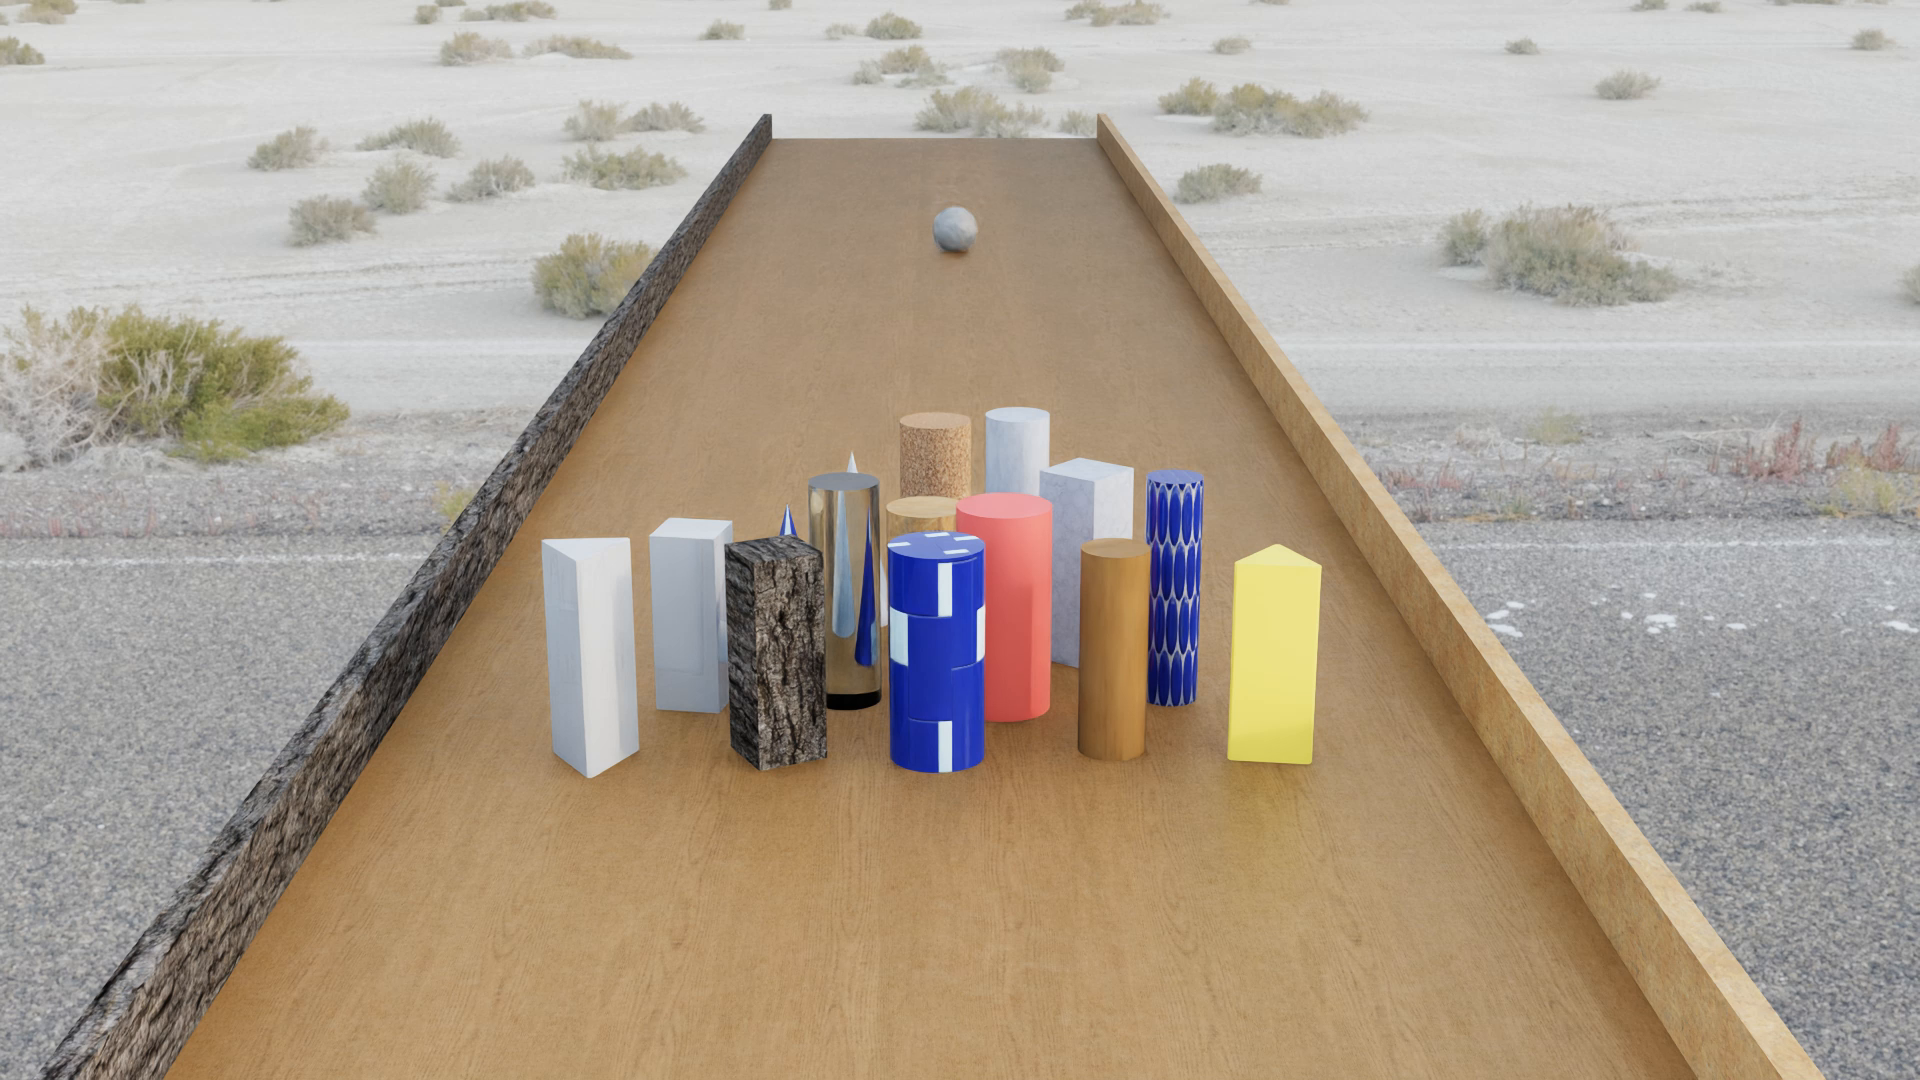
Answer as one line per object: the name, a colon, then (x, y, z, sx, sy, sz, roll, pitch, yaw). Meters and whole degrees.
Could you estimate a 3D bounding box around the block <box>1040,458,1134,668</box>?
block: (0.249, 0.047, 4.385, 0.133, 0.389, 0.133, 13, 21, 37)

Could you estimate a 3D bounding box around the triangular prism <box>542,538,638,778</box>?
triangular prism: (-0.633, 0.197, 3.870, 0.130, 0.396, 0.150, -11, 20, -32)

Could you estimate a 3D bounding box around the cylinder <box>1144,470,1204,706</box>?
cylinder: (0.401, 0.091, 4.155, 0.107, 0.436, 0.107, 0, 17, 0)

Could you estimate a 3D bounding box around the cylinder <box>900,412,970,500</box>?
cylinder: (-0.054, -0.085, 4.866, 0.157, 0.369, 0.157, 0, 17, 0)

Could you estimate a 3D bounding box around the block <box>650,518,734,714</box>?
block: (-0.501, 0.142, 4.151, 0.124, 0.341, 0.124, 3, 17, 10)

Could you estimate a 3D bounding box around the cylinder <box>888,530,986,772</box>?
cylinder: (-0.041, 0.196, 3.879, 0.170, 0.392, 0.170, 0, 17, 0)

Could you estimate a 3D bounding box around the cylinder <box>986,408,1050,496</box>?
cylinder: (0.119, -0.049, 4.618, 0.134, 0.441, 0.134, 0, 17, 0)

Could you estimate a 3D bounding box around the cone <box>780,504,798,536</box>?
cone: (-0.343, 0.077, 4.412, 0.168, 0.316, 0.168, 0, 17, 0)

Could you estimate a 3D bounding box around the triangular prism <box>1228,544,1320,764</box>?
triangular prism: (0.558, 0.200, 3.913, 0.146, 0.365, 0.126, 2, 17, 8)

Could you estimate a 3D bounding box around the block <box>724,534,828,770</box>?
block: (-0.325, 0.198, 3.892, 0.131, 0.382, 0.131, -9, 19, -27)

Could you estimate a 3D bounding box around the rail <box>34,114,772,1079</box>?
rail: (-1.118, -0.838, 7.780, 0.050, 0.150, 12.000, 0, 17, -1)

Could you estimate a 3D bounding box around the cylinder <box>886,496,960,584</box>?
cylinder: (-0.067, 0.081, 4.415, 0.160, 0.307, 0.160, 0, 17, 0)

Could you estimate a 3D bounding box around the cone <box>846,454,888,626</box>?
cone: (-0.225, -0.011, 4.625, 0.179, 0.365, 0.179, 0, 17, 0)

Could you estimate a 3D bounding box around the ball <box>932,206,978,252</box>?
ball: (-0.022, -1.317, 9.316, 0.193, 0.193, 0.193, 0, 17, 0)

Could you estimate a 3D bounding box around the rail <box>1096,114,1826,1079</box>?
rail: (0.932, -0.844, 7.801, 0.050, 0.150, 12.000, 0, 17, -1)

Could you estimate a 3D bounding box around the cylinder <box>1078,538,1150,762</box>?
cylinder: (0.273, 0.194, 3.911, 0.123, 0.377, 0.123, 0, 17, 0)

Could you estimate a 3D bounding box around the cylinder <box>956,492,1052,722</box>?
cylinder: (0.082, 0.124, 4.119, 0.178, 0.393, 0.178, 0, 17, 0)

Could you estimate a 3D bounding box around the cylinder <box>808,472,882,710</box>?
cylinder: (-0.216, 0.097, 4.149, 0.133, 0.429, 0.133, 0, 17, 0)
